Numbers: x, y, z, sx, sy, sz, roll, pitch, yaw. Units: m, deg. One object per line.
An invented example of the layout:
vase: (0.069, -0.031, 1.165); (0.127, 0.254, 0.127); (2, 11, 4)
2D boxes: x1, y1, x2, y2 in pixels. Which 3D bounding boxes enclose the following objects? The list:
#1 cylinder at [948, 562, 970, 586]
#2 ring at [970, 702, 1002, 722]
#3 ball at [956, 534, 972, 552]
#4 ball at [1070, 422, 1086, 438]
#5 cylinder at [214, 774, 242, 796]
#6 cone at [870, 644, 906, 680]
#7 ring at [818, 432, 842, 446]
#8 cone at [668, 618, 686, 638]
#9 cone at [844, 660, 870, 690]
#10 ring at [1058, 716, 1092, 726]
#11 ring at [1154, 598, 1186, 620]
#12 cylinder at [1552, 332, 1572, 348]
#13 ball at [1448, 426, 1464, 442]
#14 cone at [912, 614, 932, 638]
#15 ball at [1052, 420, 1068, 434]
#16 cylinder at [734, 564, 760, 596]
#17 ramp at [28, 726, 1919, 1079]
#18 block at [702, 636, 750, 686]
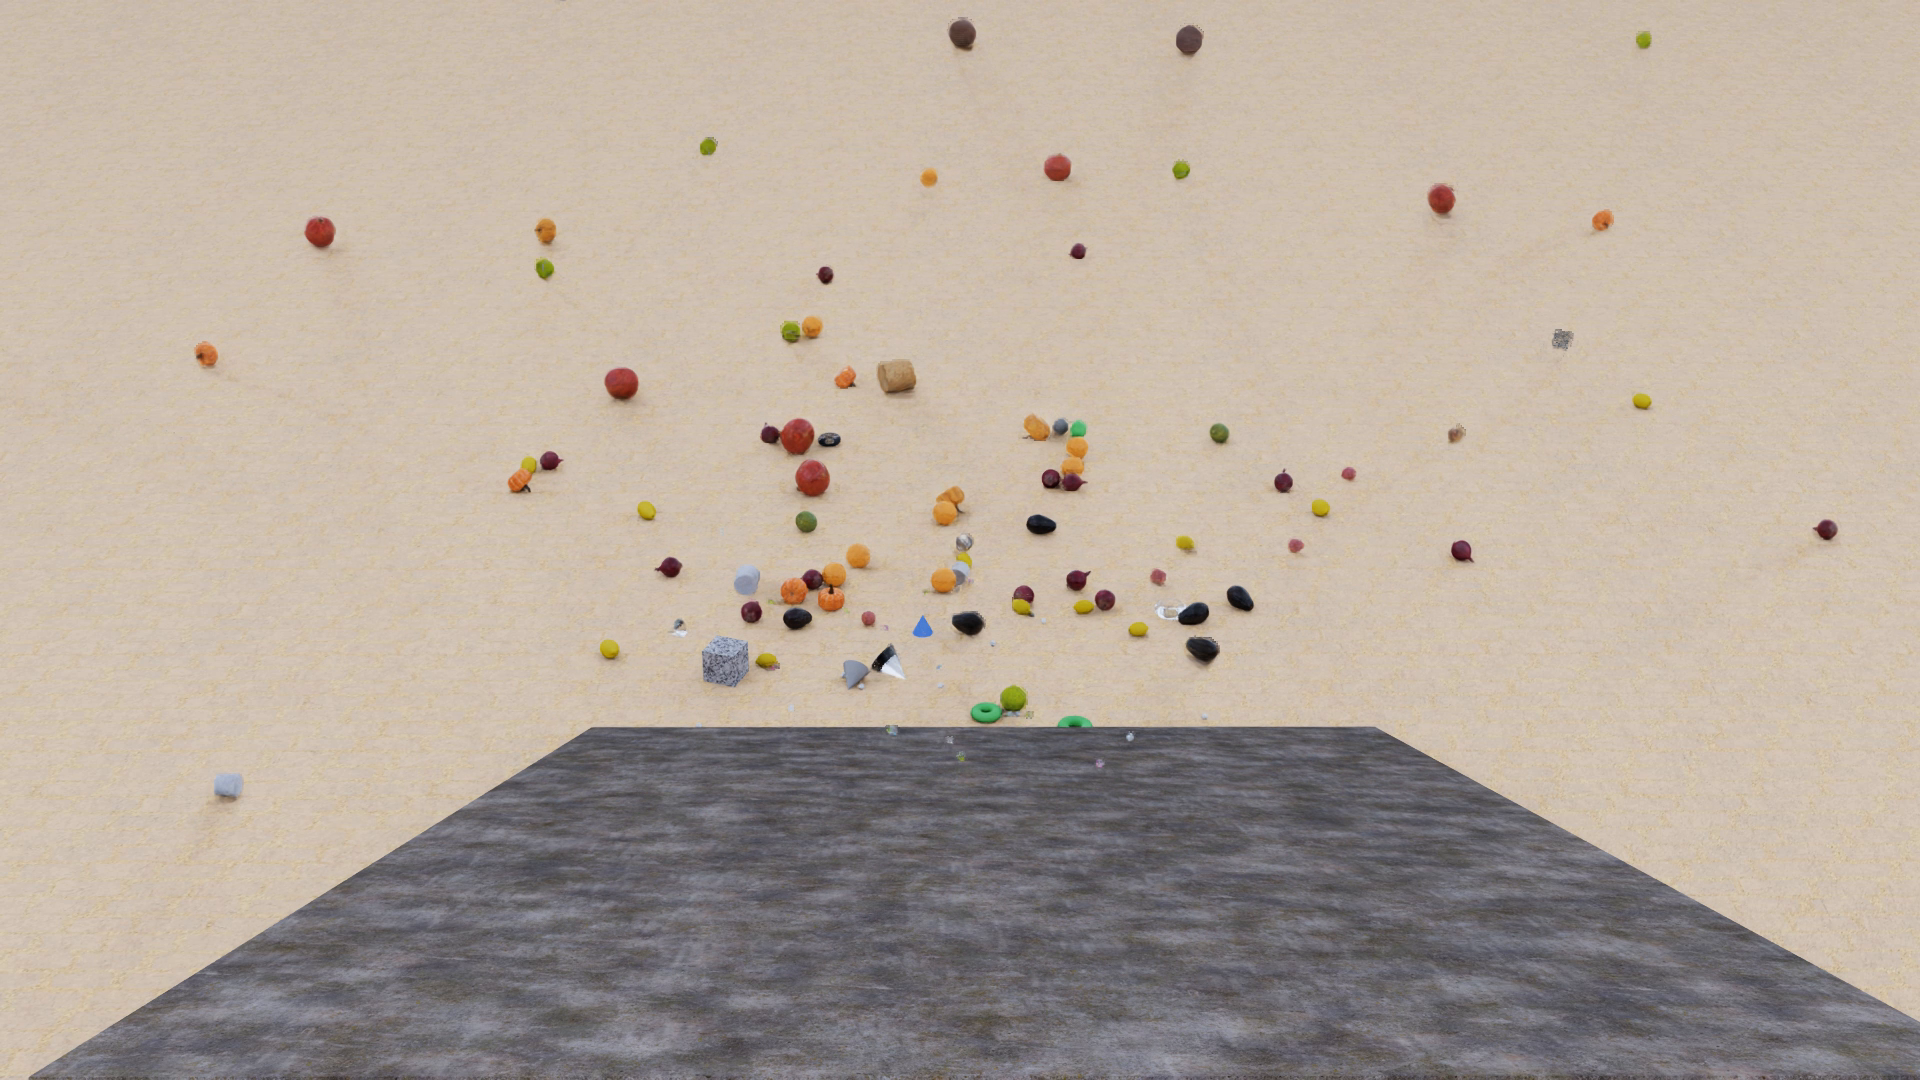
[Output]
cylinder: (-0.004, 0.096, 7.466); (0.053, 0.053, 0.053); (7, 28, 13)
ring: (0.070, 0.455, 6.803); (0.082, 0.027, 0.082); (0, 26, 0)
ball: (0.011, 0.010, 7.635); (0.050, 0.050, 0.050); (0, 27, 0)
ball: (0.382, -0.354, 8.331); (0.054, 0.054, 0.054); (0, 27, 0)
cylinder: (-1.833, 0.615, 6.465); (0.053, 0.053, 0.053); (2, 28, 5)
cone: (-0.178, 0.347, 6.995); (0.090, 0.090, 0.090); (42, 43, 16)
ring: (-0.420, -0.323, 8.303); (0.076, 0.025, 0.076); (-1, 27, 1)
cone: (-0.799, 0.251, 7.199); (0.052, 0.052, 0.052); (-15, 16, 34)
cone: (-0.290, 0.374, 6.950); (0.074, 0.074, 0.074); (8, 55, 16)
ring: (0.300, 0.489, 6.732); (0.094, 0.031, 0.094); (1, 29, 0)
ring: (0.595, 0.195, 7.299); (0.092, 0.031, 0.092); (0, 29, 0)
cylinder: (2.097, -0.696, 8.993); (0.052, 0.052, 0.052); (13, 30, 24)
ball: (1.595, -0.342, 8.311); (0.051, 0.051, 0.051); (0, 27, 0)
cone: (-0.104, 0.233, 7.198); (0.057, 0.057, 0.057); (0, 27, 0)
ball: (0.327, -0.366, 8.356); (0.051, 0.051, 0.051); (0, 27, 0)
cylinder: (-0.610, 0.115, 7.414); (0.066, 0.066, 0.066); (2, 27, 3)
ramp: (0.062, 0.558, 4.596); (2.000, 0.100, 4.000); (0, 1, 0)
block: (-0.633, 0.327, 6.977); (0.093, 0.093, 0.093); (10, 29, 18)
